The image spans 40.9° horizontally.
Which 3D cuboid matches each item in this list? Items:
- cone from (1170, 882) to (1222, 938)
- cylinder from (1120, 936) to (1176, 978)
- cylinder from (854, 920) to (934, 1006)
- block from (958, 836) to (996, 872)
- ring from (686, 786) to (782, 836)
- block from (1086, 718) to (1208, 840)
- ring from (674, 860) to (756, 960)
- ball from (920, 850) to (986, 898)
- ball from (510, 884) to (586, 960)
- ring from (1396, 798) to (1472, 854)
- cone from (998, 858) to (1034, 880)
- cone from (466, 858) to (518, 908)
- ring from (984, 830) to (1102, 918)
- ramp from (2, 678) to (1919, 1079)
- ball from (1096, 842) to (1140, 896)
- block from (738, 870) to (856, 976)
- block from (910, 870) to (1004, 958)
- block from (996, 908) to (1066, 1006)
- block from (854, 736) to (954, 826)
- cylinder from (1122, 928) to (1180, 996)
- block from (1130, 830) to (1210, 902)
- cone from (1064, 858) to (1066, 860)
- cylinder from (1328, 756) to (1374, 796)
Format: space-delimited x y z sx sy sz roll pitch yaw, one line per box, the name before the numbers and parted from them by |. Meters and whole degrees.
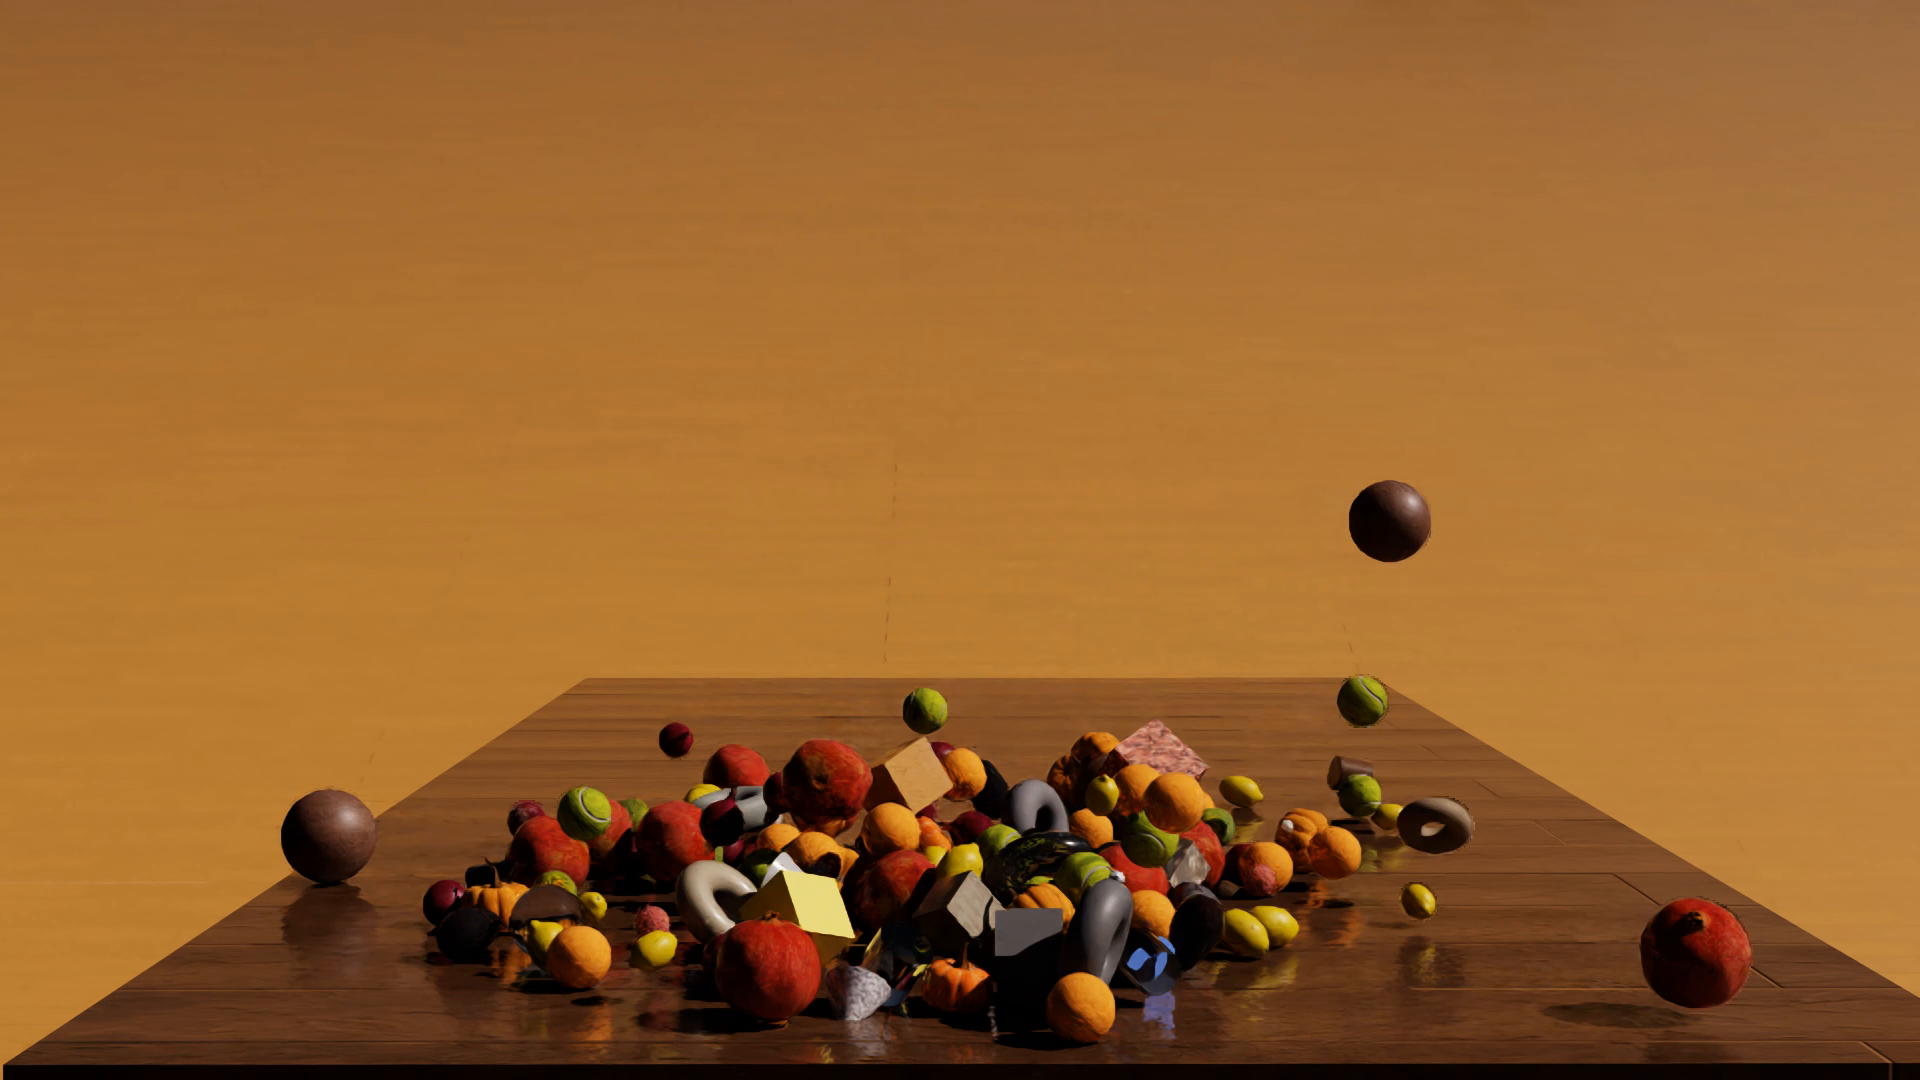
cone | 0.278 0.473 3.188 0.071 0.071 0.071 13 35 28
cylinder | 0.207 0.473 2.916 0.052 0.052 0.052 -22 13 -41
cylinder | -0.073 0.460 2.796 0.066 0.066 0.066 25 28 -14
block | 0.025 0.446 3.615 0.052 0.052 0.052 0 2 2
ring | -0.343 0.410 3.898 0.147 0.049 0.147 -8 8 1
block | 0.248 0.316 3.406 0.096 0.096 0.096 44 46 17
ring | -0.282 0.440 3.067 0.136 0.045 0.136 37 24 -19
ball | -0.008 0.442 3.299 0.086 0.086 0.086 0 23 0
ball | -0.488 0.452 3.044 0.088 0.088 0.088 0 23 0
ring | 0.625 0.376 3.390 0.098 0.098 0.033 3 46 8
cone | 0.081 0.441 3.579 0.056 0.056 0.056 5 -4 0
cone | -0.594 0.431 3.336 0.067 0.067 0.067 40 23 -21
ring | 0.100 0.407 3.092 0.147 0.147 0.049 -5 43 -12
ramp | 0.053 0.483 4.539 2.000 0.100 4.000 0 2 0
ball | 0.207 0.441 3.437 0.076 0.076 0.076 0 23 0
block | -0.185 0.435 2.922 0.081 0.081 0.081 17 39 -43
block | -0.002 0.433 2.980 0.065 0.065 0.065 -25 19 44
block | 0.077 0.454 2.803 0.073 0.073 0.073 -2 34 2
block | -0.077 0.327 3.489 0.080 0.080 0.080 -32 4 -38
cylinder | 0.204 0.460 2.801 0.054 0.054 0.054 -10 26 -23
block | 0.270 0.421 3.299 0.063 0.063 0.063 14 60 40
cone | 0.132 0.453 3.747 0.059 0.059 0.059 34 29 4
cylinder | 0.652 0.394 4.301 0.057 0.057 0.057 13 21 -11
